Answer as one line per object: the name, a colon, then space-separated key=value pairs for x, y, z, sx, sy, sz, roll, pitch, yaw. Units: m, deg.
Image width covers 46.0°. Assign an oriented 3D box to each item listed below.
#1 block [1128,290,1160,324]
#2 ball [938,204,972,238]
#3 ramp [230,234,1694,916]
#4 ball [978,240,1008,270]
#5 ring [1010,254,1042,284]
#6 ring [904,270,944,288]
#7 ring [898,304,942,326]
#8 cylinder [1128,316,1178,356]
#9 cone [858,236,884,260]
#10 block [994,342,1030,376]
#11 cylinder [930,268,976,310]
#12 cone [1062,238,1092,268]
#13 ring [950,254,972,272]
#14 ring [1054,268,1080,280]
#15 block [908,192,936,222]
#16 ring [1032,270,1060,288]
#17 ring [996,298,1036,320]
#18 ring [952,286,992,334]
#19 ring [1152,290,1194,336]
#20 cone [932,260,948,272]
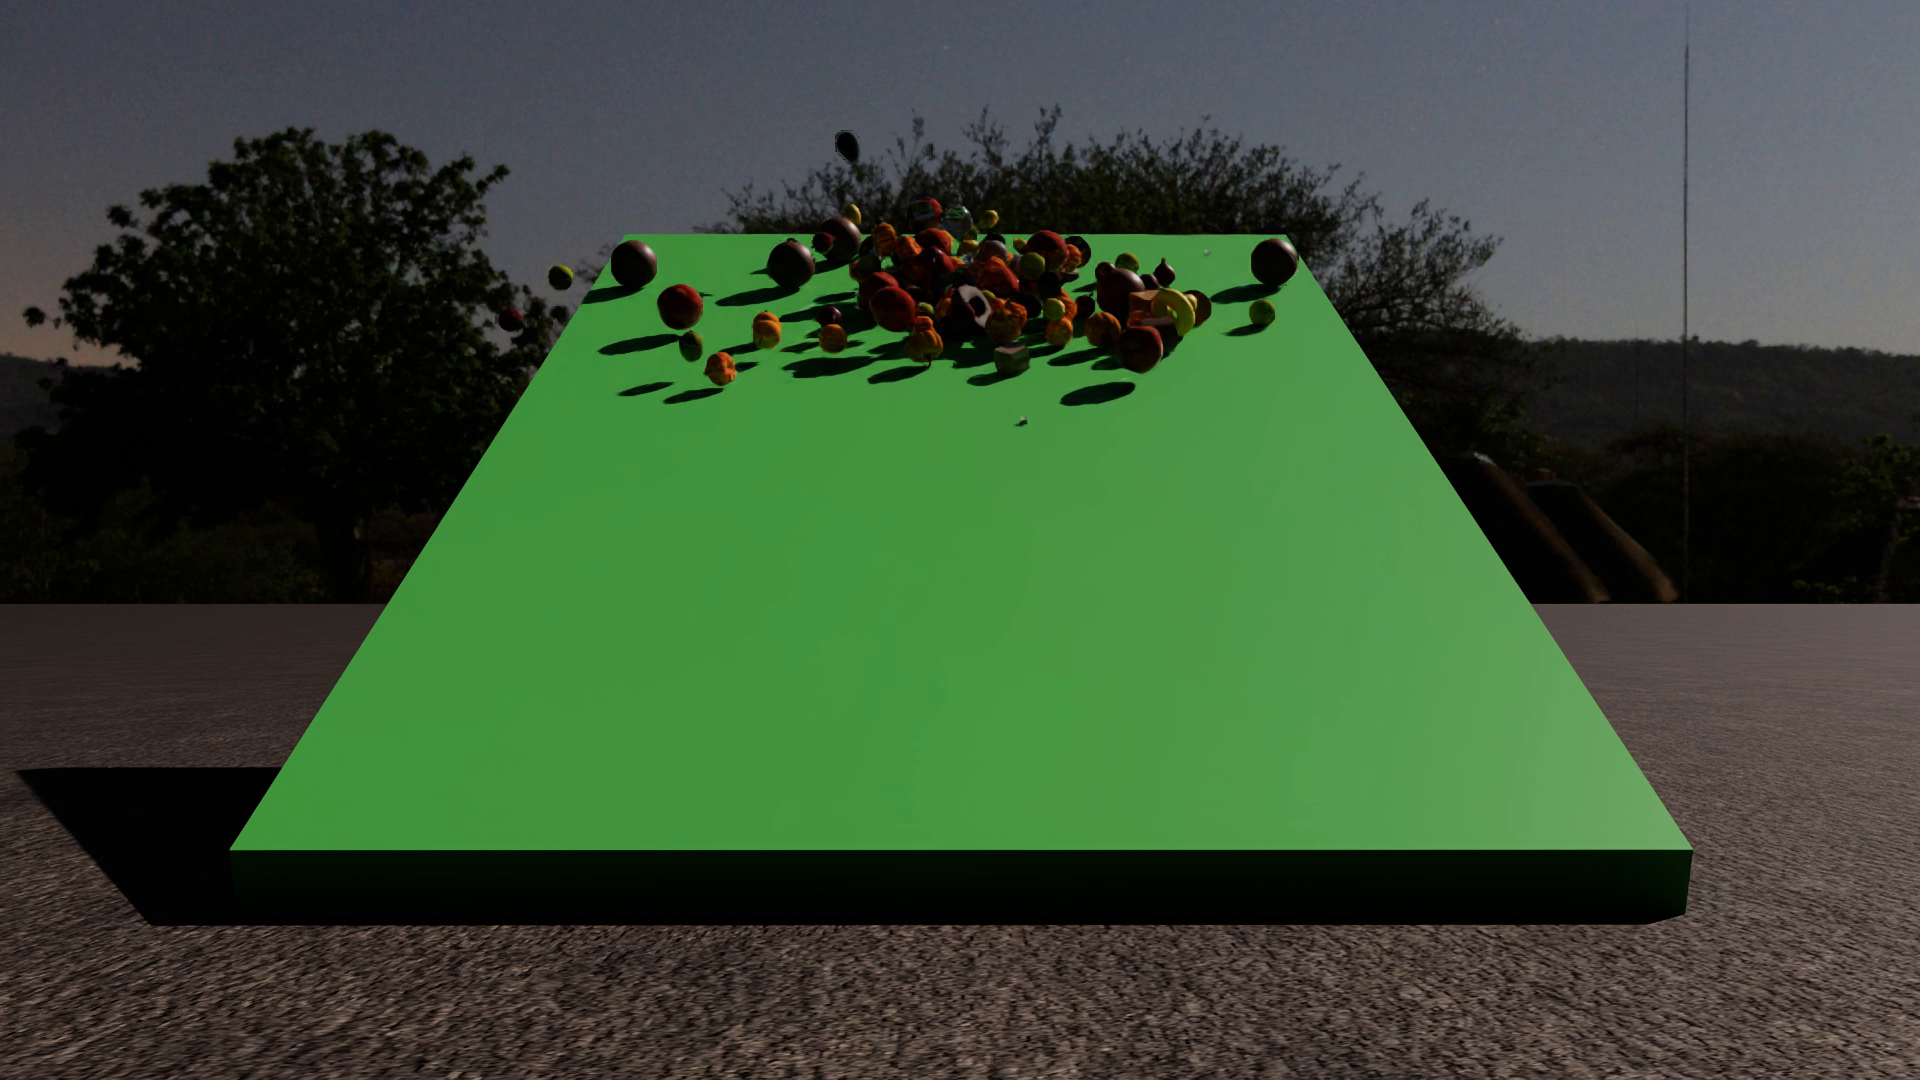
block: x=0.489 y=-0.587 z=5.791 sx=0.082 sy=0.082 sz=0.082 roll=-9 pitch=22 yaw=-24
ball: x=-0.012 y=-0.920 z=6.529 sx=0.096 sy=0.096 sz=0.096 roll=0 pitch=-1 yaw=0
ramp: x=-0.005 y=-0.204 z=4.990 sx=2.000 sy=0.100 sz=4.000 roll=0 pitch=20 yaw=0
ball: x=0.089 y=-0.775 z=6.141 sx=0.081 sy=0.081 sz=0.081 roll=0 pitch=-1 yaw=0
ring: x=0.180 y=-0.741 z=6.173 sx=0.094 sy=0.094 sz=0.031 roll=1 pitch=-34 yaw=-30
ring: x=-0.091 y=-0.716 z=6.199 sx=0.126 sy=0.042 sz=0.126 roll=3 pitch=12 yaw=-1
ring: x=-0.104 y=-0.583 z=5.839 sx=0.116 sy=0.039 sz=0.116 roll=3 pitch=20 yaw=-1
cylinder: x=0.471 y=-0.499 z=5.536 sx=0.088 sy=0.088 sz=0.088 roll=-9 pitch=2 yaw=-24
cone: x=-0.245 y=-0.830 z=6.539 sx=0.072 sy=0.072 sz=0.072 roll=42 pitch=17 yaw=22
block: x=0.124 y=-0.429 z=5.372 sx=0.057 sy=0.057 sz=0.057 roll=19 pitch=37 yaw=42
cylinder: x=-0.017 y=-0.659 z=5.935 sx=0.091 sy=0.091 sz=0.091 roll=-16 pitch=3 yaw=-16
cone: x=0.314 y=-0.814 z=6.484 sx=0.092 sy=0.092 sz=0.092 roll=1 pitch=2 yaw=-26
ring: x=0.003 y=-0.769 z=6.331 sx=0.026 sy=0.078 sz=0.078 roll=47 pitch=-23 yaw=-22
ring: x=0.297 y=-0.741 z=6.305 sx=0.075 sy=0.025 sz=0.075 roll=2 pitch=21 yaw=-1
block: x=-0.112 y=-0.983 z=6.663 sx=0.058 sy=0.058 sz=0.058 roll=-17 pitch=29 yaw=-2
ring: x=0.231 y=-0.715 z=6.211 sx=0.083 sy=0.028 sz=0.083 roll=-1 pitch=33 yaw=1
ring: x=0.148 y=-0.603 z=5.903 sx=0.105 sy=0.035 sz=0.105 roll=2 pitch=23 yaw=-1
ring: x=0.031 y=-0.580 z=5.711 sx=0.045 sy=0.135 sz=0.135 roll=-25 pitch=-16 yaw=34
ring: x=0.536 y=-0.573 z=5.692 sx=0.042 sy=0.127 sz=0.127 roll=-36 pitch=21 yaw=-33
cone: x=-0.043 y=-0.747 z=6.321 sx=0.053 sy=0.053 sz=0.053 roll=-1 pitch=-11 yaw=34
